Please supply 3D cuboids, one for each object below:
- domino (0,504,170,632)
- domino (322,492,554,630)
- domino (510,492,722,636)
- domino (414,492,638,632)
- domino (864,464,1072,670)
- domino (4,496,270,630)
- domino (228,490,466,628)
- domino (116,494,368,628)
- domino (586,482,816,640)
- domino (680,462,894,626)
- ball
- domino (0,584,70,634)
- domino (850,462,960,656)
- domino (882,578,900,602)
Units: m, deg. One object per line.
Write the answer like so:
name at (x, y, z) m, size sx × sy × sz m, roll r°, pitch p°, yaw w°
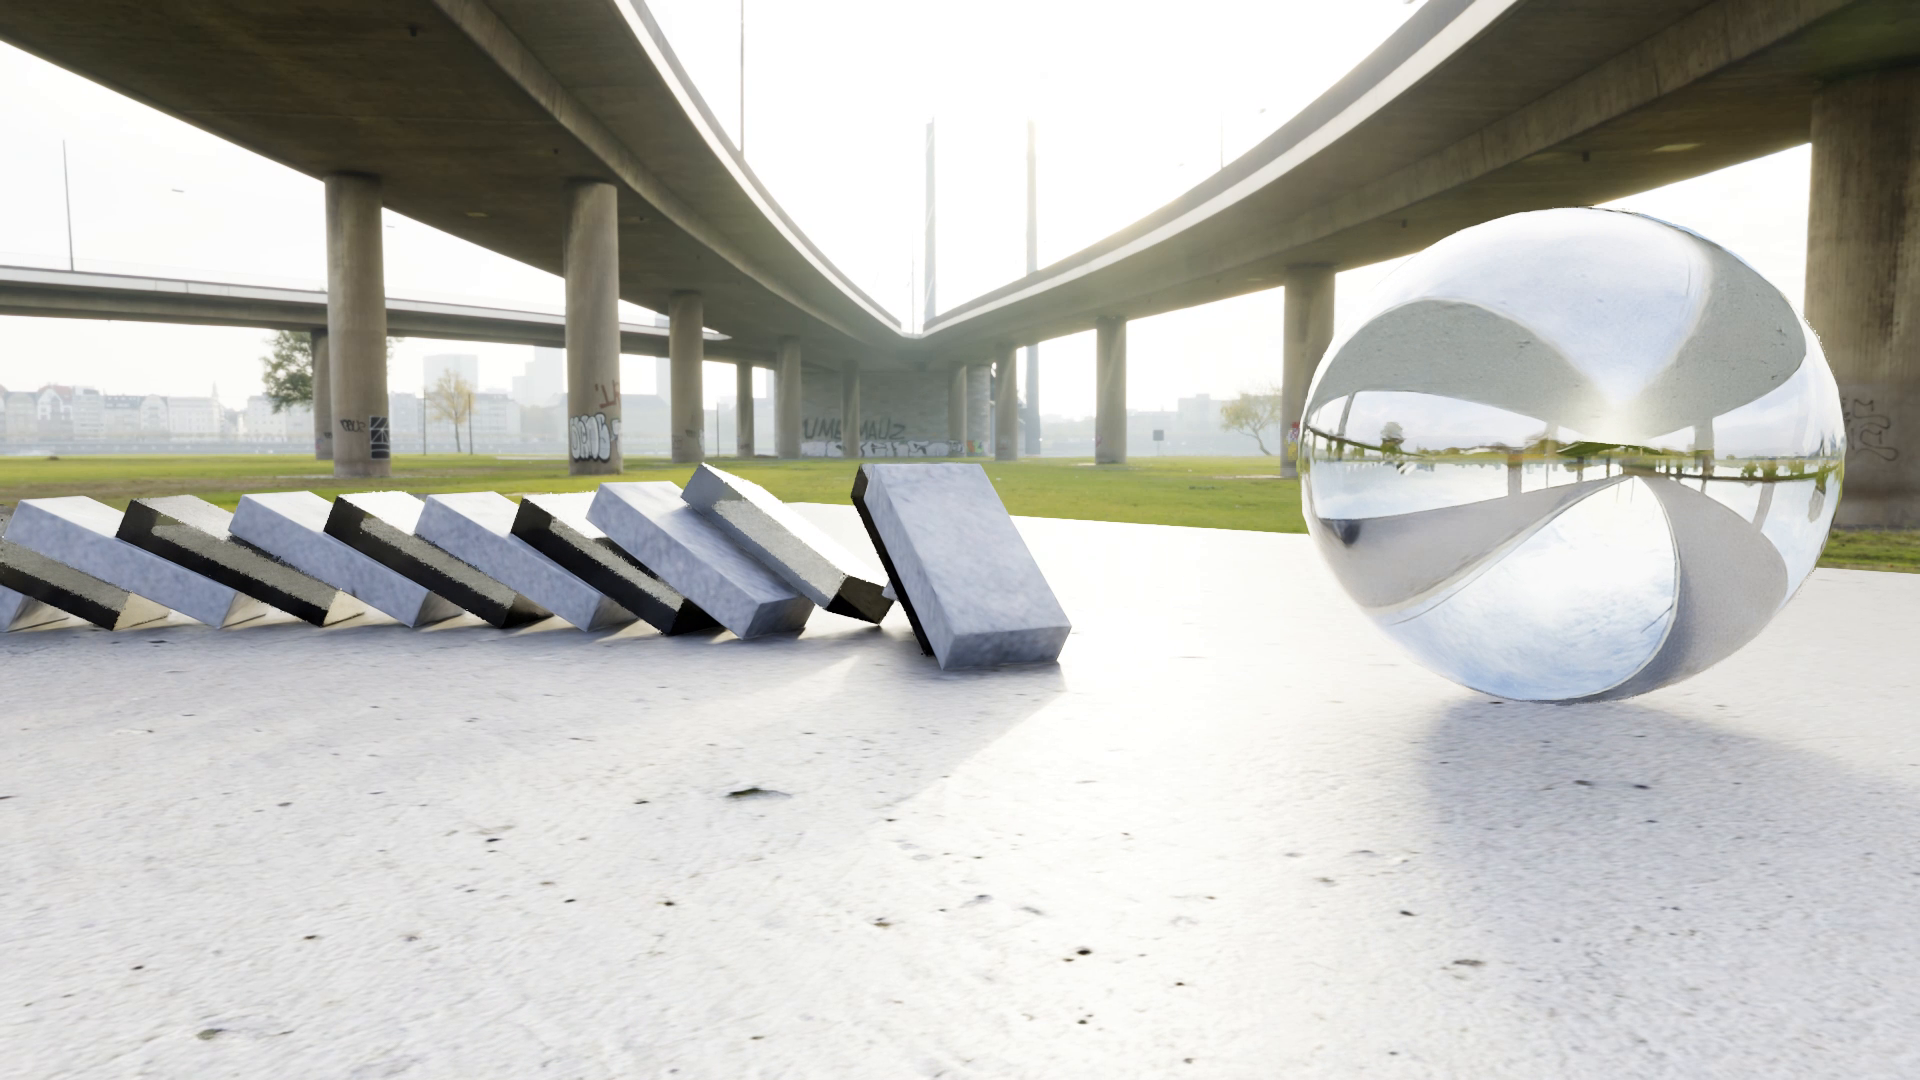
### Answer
domino at (-0.214, 0.005, 0.300) m, size 0.050 × 0.010 × 0.025 m, roll 25°, pitch 1°, yaw -8°
domino at (-0.123, 0.004, 0.309) m, size 0.050 × 0.009 × 0.025 m, roll 27°, pitch 9°, yaw 8°
domino at (-0.078, 0.005, 0.301) m, size 0.050 × 0.009 × 0.025 m, roll 30°, pitch 15°, yaw 20°
domino at (-0.101, 0.004, 0.306) m, size 0.050 × 0.009 × 0.025 m, roll 28°, pitch 11°, yaw 11°
domino at (0.001, 0.004, 0.260) m, size 0.025 × 0.009 × 0.050 m, roll -2°, pitch 43°, yaw -26°
domino at (-0.192, 0.005, 0.304) m, size 0.050 × 0.010 × 0.025 m, roll 25°, pitch 1°, yaw -7°
domino at (-0.146, 0.004, 0.310) m, size 0.050 × 0.009 × 0.025 m, roll 27°, pitch 6°, yaw 4°
domino at (-0.169, 0.005, 0.307) m, size 0.050 × 0.009 × 0.025 m, roll 25°, pitch 3°, yaw -5°
domino at (-0.059, 0.004, 0.295) m, size 0.050 × 0.009 × 0.025 m, roll 34°, pitch 17°, yaw 20°
domino at (-0.040, 0.001, 0.301) m, size 0.050 × 0.009 × 0.025 m, roll 35°, pitch 5°, yaw 27°
ball at (0.096, -0.013, 0.210) m, size 0.080 × 0.080 × 0.080 m, roll 0°, pitch 4°, yaw 0°
domino at (-0.236, 0.005, 0.297) m, size 0.050 × 0.010 × 0.025 m, roll 25°, pitch 1°, yaw -8°
domino at (-0.003, 0.003, 0.276) m, size 0.025 × 0.010 × 0.050 m, roll -2°, pitch 43°, yaw -27°
domino at (-0.003, 0.011, 0.304) m, size 0.025 × 0.009 × 0.050 m, roll 23°, pitch 5°, yaw 1°
